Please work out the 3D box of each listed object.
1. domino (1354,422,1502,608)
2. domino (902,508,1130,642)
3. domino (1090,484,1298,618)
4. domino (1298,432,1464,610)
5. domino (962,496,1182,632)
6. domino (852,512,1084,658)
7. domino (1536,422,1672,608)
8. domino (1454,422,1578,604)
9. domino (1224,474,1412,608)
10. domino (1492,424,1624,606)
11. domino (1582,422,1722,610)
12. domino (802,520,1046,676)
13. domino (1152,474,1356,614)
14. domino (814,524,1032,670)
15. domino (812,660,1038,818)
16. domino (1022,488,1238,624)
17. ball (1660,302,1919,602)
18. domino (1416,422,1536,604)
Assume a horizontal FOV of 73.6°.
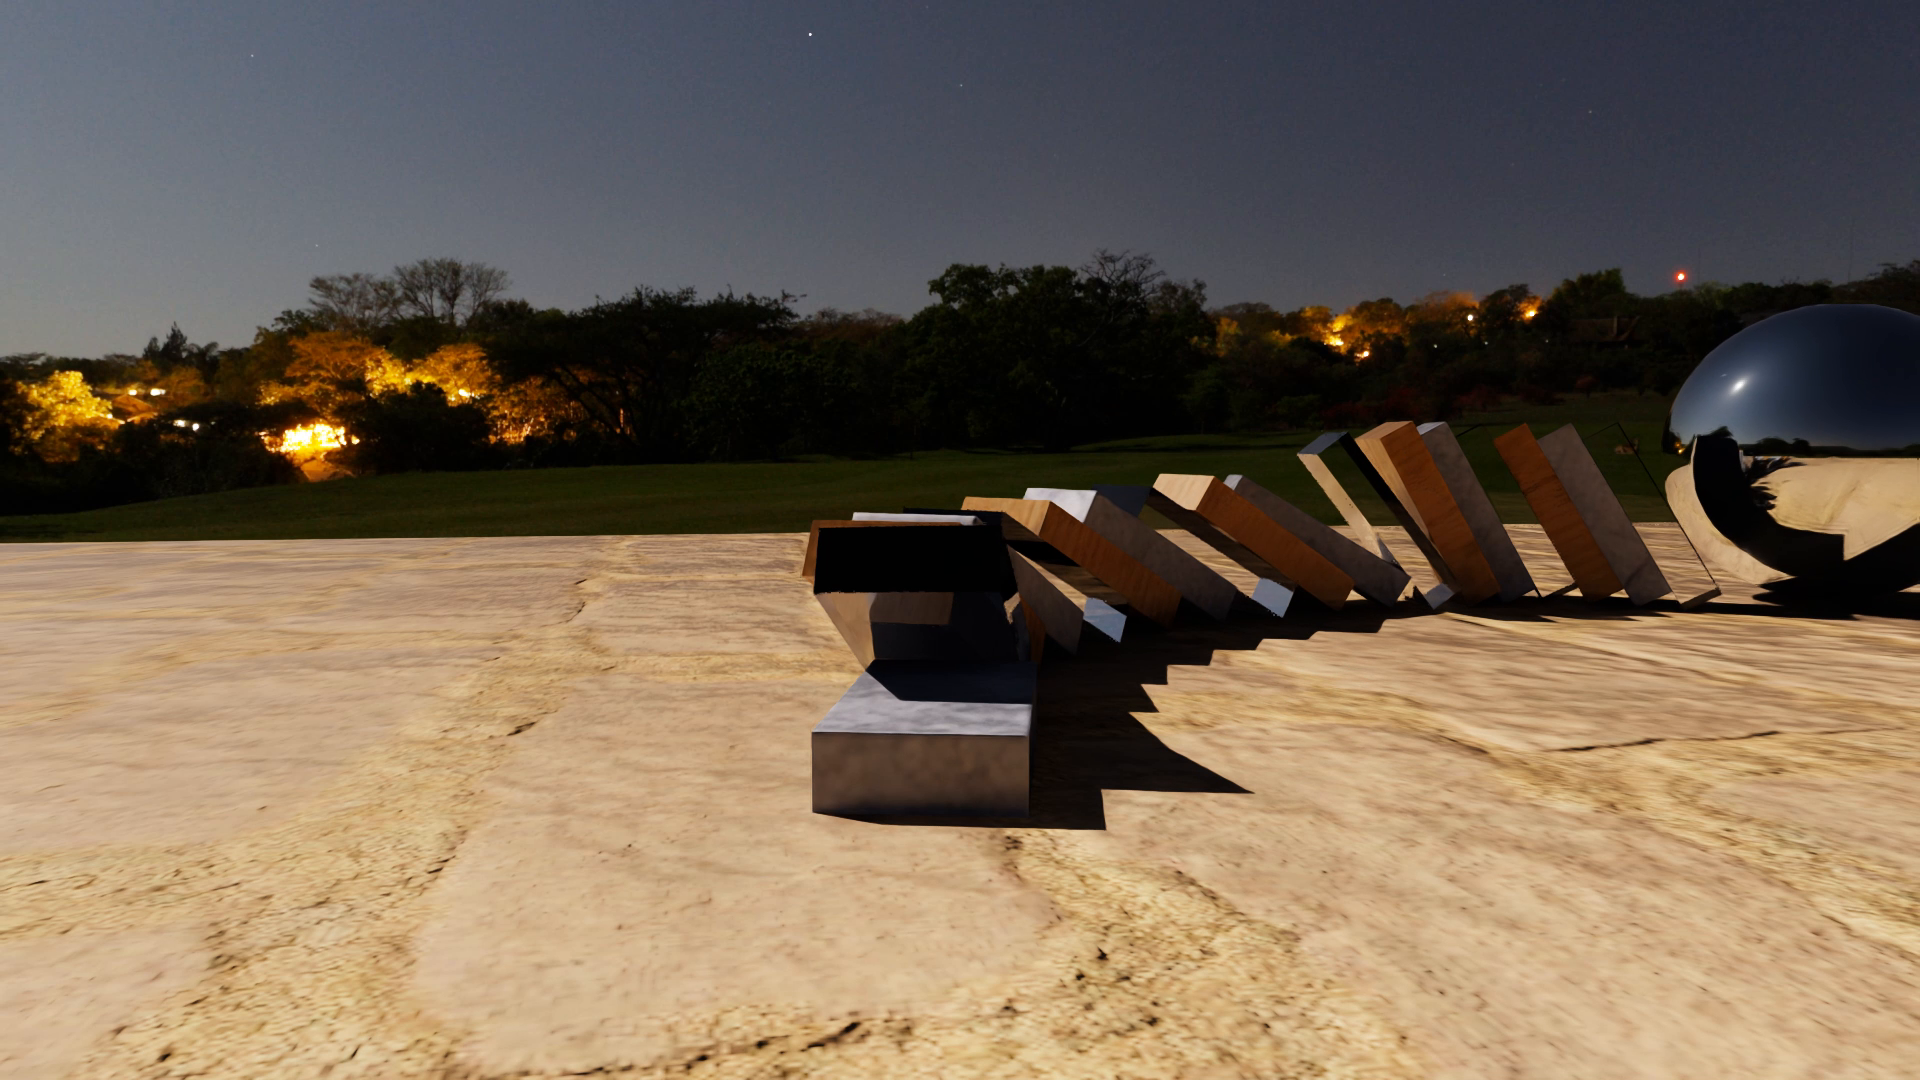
[{"bbox_3d":[0.125,-0.008,0.345,0.009,0.050,0.025,-29,2,4],"label":"domino"},{"bbox_3d":[0.012,0.008,0.266,0.025,0.009,0.050,3,-20,39],"label":"domino"},{"bbox_3d":[0.056,0.003,0.315,0.050,0.009,0.025,30,-10,-25],"label":"domino"},{"bbox_3d":[0.111,-0.006,0.341,0.009,0.050,0.025,-37,2,5],"label":"domino"},{"bbox_3d":[0.024,0.006,0.285,0.025,0.009,0.050,5,-21,46],"label":"domino"},{"bbox_3d":[0.002,0.009,0.243,0.025,0.009,0.050,2,-21,30],"label":"domino"},{"bbox_3d":[0.173,-0.007,0.345,0.009,0.050,0.025,-31,-10,25],"label":"domino"},{"bbox_3d":[0.152,-0.008,0.354,0.009,0.050,0.025,-31,-8,23],"label":"domino"},{"bbox_3d":[0.092,0.000,0.340,0.050,0.009,0.025,31,4,2],"label":"domino"},{"bbox_3d":[0.163,-0.008,0.352,0.009,0.050,0.025,-31,-8,23],"label":"domino"},{"bbox_3d":[0.183,-0.007,0.340,0.009,0.050,0.025,-31,-10,25],"label":"domino"},{"bbox_3d":[-0.004,0.011,0.219,0.025,0.010,0.050,1,-22,21],"label":"domino"},{"bbox_3d":[0.073,0.001,0.325,0.050,0.009,0.025,33,-8,-21],"label":"domino"},{"bbox_3d":[-0.004,0.012,0.194,0.025,0.009,0.050,-1,-23,8],"label":"domino"},{"bbox_3d":[-0.003,0.025,0.172,0.025,0.009,0.050,0,4,5],"label":"domino"},{"bbox_3d":[0.039,0.004,0.302,0.050,0.009,0.025,31,-14,-32],"label":"domino"},{"bbox_3d":[0.234,-0.023,0.346,0.080,0.080,0.080,0,4,0],"label":"ball"},{"bbox_3d":[0.137,-0.008,0.351,0.009,0.050,0.025,-29,0,9],"label":"domino"}]
